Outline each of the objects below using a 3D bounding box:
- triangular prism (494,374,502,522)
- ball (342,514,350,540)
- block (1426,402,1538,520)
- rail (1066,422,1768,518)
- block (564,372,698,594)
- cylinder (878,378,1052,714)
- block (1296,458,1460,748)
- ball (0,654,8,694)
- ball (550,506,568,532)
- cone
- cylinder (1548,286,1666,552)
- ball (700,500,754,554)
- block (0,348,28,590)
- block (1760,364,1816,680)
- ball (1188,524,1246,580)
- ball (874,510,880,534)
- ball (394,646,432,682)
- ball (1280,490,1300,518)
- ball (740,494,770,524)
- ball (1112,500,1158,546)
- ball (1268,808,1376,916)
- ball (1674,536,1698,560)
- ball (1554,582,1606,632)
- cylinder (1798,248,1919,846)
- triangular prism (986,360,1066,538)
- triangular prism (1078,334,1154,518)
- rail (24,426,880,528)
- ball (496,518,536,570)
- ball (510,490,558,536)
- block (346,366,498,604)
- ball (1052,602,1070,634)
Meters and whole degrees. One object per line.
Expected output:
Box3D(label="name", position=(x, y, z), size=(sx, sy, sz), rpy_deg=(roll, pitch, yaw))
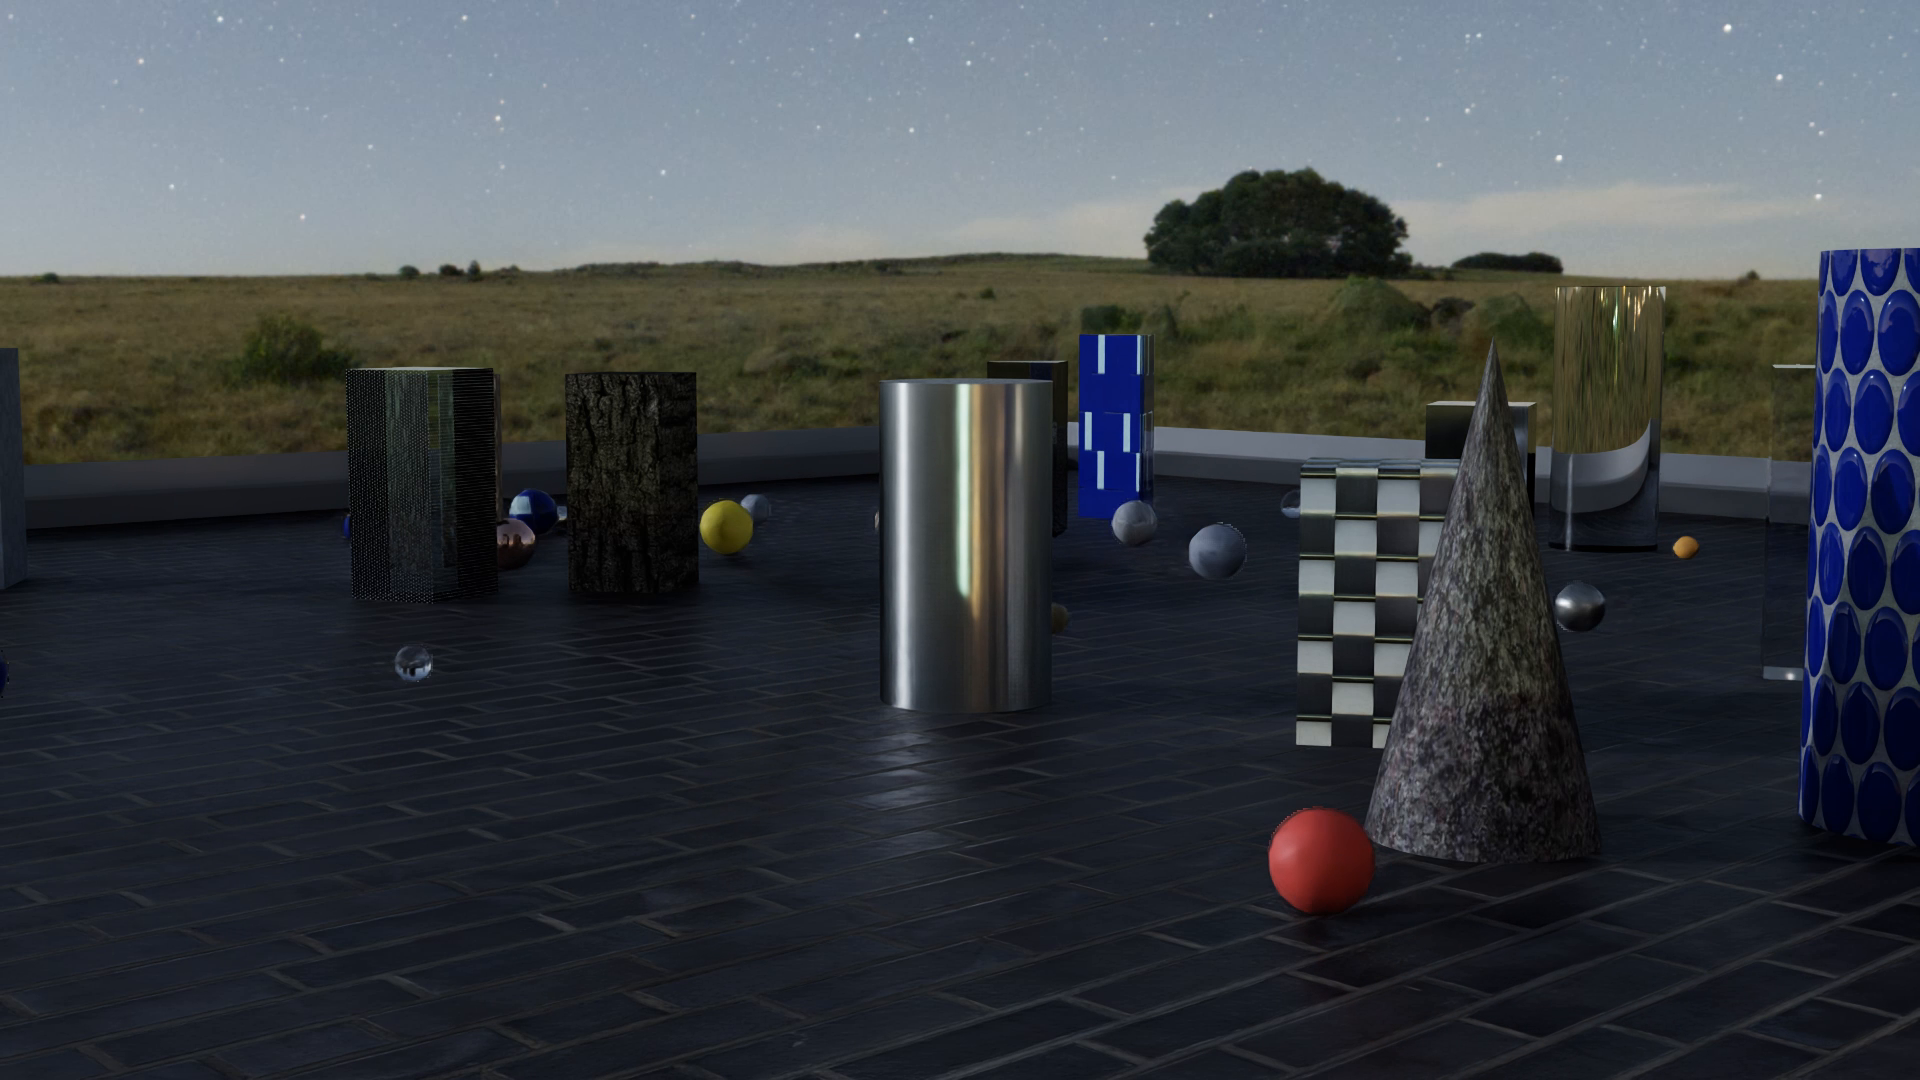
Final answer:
Box3D(label="triangular prism", position=(-0.880, -0.129, 3.906), size=(0.172, 0.335, 0.149), rpy_deg=(0, 6, 4))
Box3D(label="ball", position=(-1.151, -0.025, 4.218), size=(0.064, 0.064, 0.064), rpy_deg=(0, 6, 0))
Box3D(label="block", position=(0.844, -0.074, 3.567), size=(0.159, 0.295, 0.159), rpy_deg=(2, 6, 19))
Box3D(label="rail", position=(1.605, -0.120, 4.805), size=(0.045, 0.129, 4.308), rpy_deg=(-5, 8, -42))
Box3D(label="block", position=(-0.528, -0.097, 3.553), size=(0.159, 0.344, 0.159), rpy_deg=(2, 6, 15))
Box3D(label="cylinder", position=(0.007, 0.001, 2.520), size=(0.198, 0.365, 0.198), rpy_deg=(0, 6, 0))
Box3D(label="block", position=(0.441, 0.062, 2.309), size=(0.159, 0.286, 0.159), rpy_deg=(1, 6, 12))
Box3D(label="ball", position=(-1.104, 0.150, 2.444), size=(0.084, 0.084, 0.084), rpy_deg=(0, 6, 0))
Box3D(label="ball", position=(-0.805, -0.042, 4.427), size=(0.055, 0.055, 0.055), rpy_deg=(0, 6, 0))
Box3D(label="cone", position=(0.445, 0.040, 1.854), size=(0.198, 0.425, 0.198), rpy_deg=(0, 6, 0))
Box3D(label="cylinder", position=(1.214, -0.230, 4.130), size=(0.198, 0.489, 0.198), rpy_deg=(0, 6, 0))
Box3D(label="ball", position=(-0.428, -0.023, 4.032), size=(0.099, 0.099, 0.099), rpy_deg=(0, 6, 0))
Box3D(label="block", position=(-1.625, -0.118, 3.572), size=(0.159, 0.383, 0.159), rpy_deg=(-1, 6, -10))
Box3D(label="block", position=(1.076, -0.024, 2.699), size=(0.159, 0.376, 0.159), rpy_deg=(2, 6, 19))
Box3D(label="ball", position=(0.424, 0.021, 3.632), size=(0.093, 0.093, 0.093), rpy_deg=(0, 6, 0))
Box3D(label="ball", position=(-0.129, -0.036, 4.268), size=(0.075, 0.075, 0.075), rpy_deg=(0, 6, 0))
Box3D(label="ball", position=(-0.659, 0.149, 2.647), size=(0.044, 0.044, 0.044), rpy_deg=(0, 6, 0))
Box3D(label="ball", position=(0.718, -0.076, 4.718), size=(0.061, 0.061, 0.061), rpy_deg=(0, 6, 0))
Box3D(label="ball", position=(-0.427, -0.065, 4.590), size=(0.065, 0.065, 0.065), rpy_deg=(0, 6, 0))
Box3D(label="ball", position=(0.331, -0.032, 4.171), size=(0.086, 0.086, 0.086), rpy_deg=(0, 6, 0))
Box3D(label="ball", position=(0.267, 0.238, 1.625), size=(0.078, 0.078, 0.078), rpy_deg=(0, 6, 0))
Box3D(label="ball", position=(1.302, 0.014, 3.942), size=(0.042, 0.042, 0.042), rpy_deg=(0, 6, 0))
Box3D(label="ball", position=(0.861, 0.094, 3.052), size=(0.069, 0.069, 0.069), rpy_deg=(0, 6, 0))
Box3D(label="cylinder", position=(0.838, 0.000, 1.898), size=(0.198, 0.495, 0.198), rpy_deg=(0, 6, 0))
Box3D(label="triangular prism", position=(0.168, -0.187, 4.425), size=(0.172, 0.343, 0.149), rpy_deg=(5, 8, 40))
Box3D(label="triangular prism", position=(0.371, -0.247, 4.754), size=(0.172, 0.393, 0.149), rpy_deg=(5, 8, 42))
Box3D(label="rail", position=(-1.445, -0.129, 4.889), size=(4.415, 0.129, 0.045), rpy_deg=(-5, 8, -42))
Box3D(label="ball", position=(-0.776, 0.007, 3.790), size=(0.089, 0.089, 0.089), rpy_deg=(0, 6, 0))
Box3D(label="ball", position=(-0.845, -0.054, 4.358), size=(0.093, 0.093, 0.093), rpy_deg=(0, 6, 0))
Box3D(label="block", position=(-0.839, -0.090, 3.437), size=(0.159, 0.355, 0.159), rpy_deg=(3, 7, 25))
Box3D(label="ball", position=(0.130, 0.108, 3.044), size=(0.042, 0.042, 0.042), rpy_deg=(0, 6, 0))
